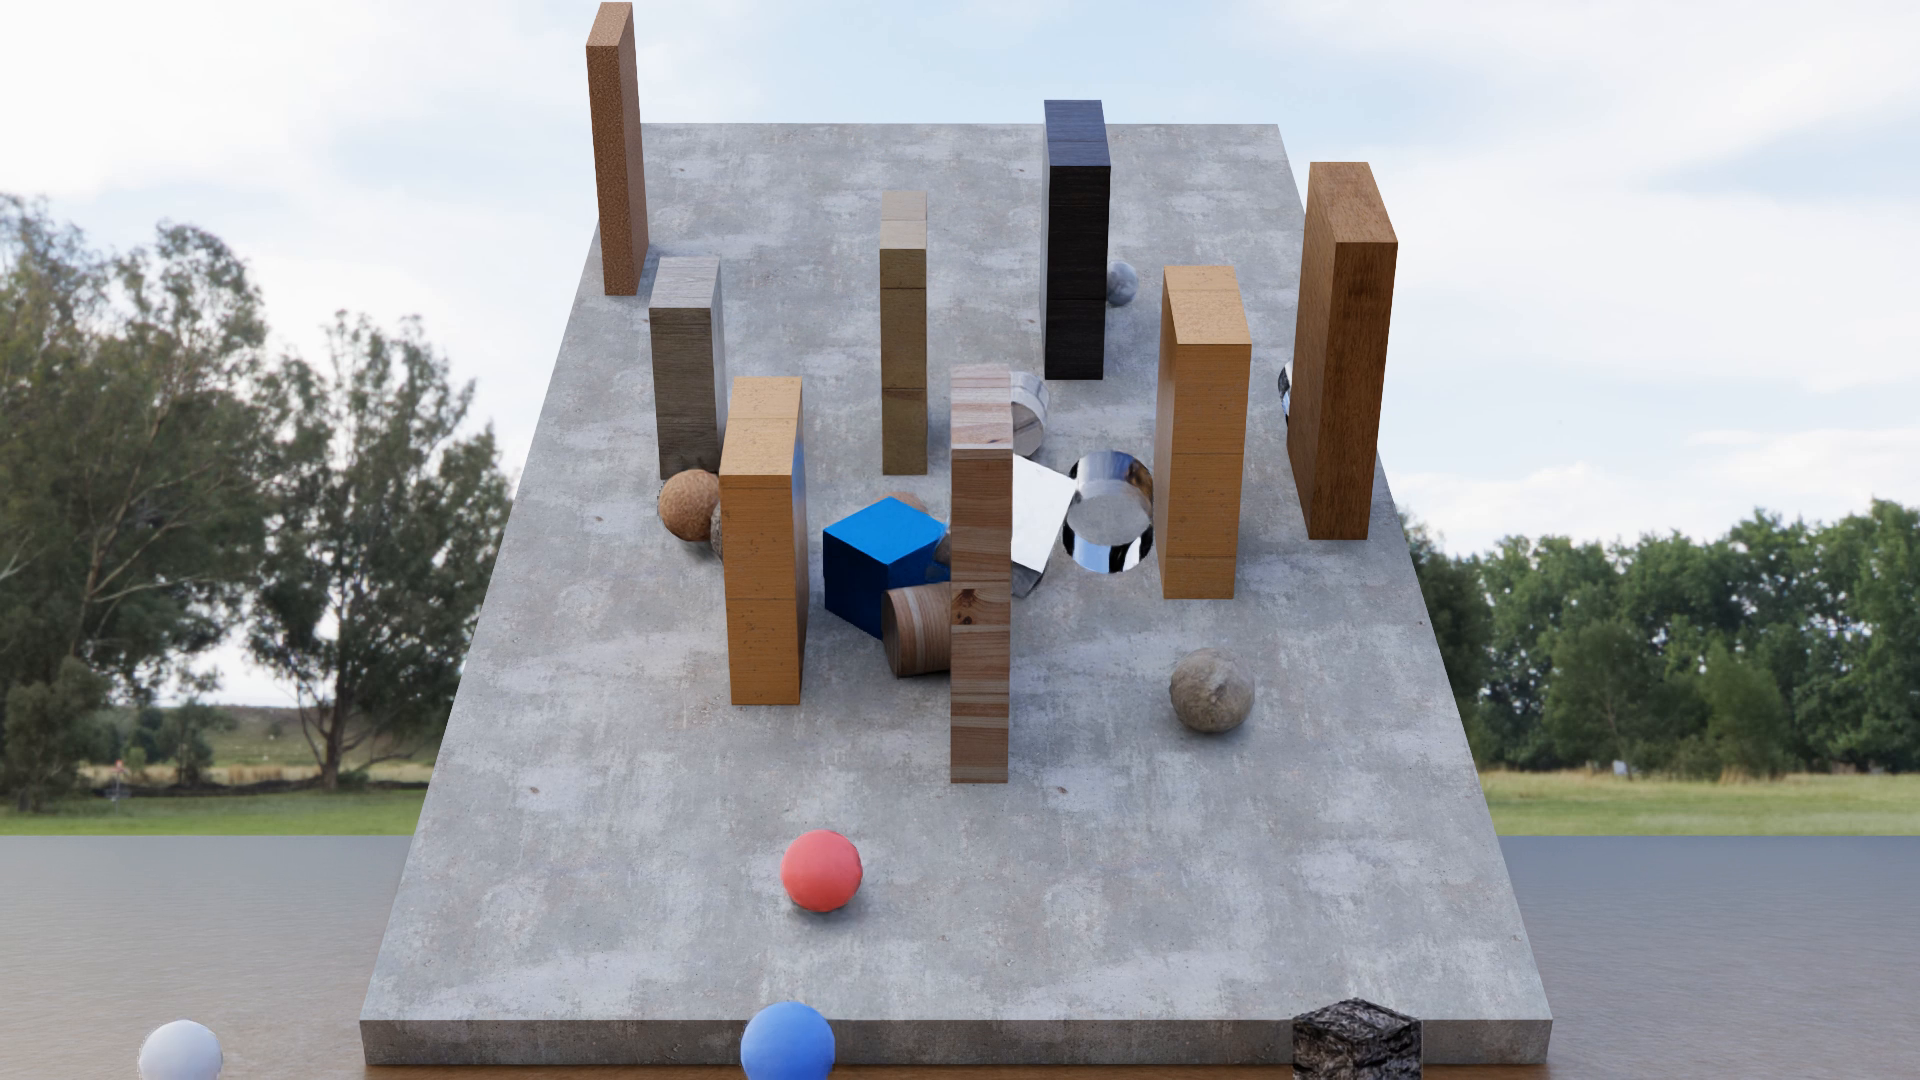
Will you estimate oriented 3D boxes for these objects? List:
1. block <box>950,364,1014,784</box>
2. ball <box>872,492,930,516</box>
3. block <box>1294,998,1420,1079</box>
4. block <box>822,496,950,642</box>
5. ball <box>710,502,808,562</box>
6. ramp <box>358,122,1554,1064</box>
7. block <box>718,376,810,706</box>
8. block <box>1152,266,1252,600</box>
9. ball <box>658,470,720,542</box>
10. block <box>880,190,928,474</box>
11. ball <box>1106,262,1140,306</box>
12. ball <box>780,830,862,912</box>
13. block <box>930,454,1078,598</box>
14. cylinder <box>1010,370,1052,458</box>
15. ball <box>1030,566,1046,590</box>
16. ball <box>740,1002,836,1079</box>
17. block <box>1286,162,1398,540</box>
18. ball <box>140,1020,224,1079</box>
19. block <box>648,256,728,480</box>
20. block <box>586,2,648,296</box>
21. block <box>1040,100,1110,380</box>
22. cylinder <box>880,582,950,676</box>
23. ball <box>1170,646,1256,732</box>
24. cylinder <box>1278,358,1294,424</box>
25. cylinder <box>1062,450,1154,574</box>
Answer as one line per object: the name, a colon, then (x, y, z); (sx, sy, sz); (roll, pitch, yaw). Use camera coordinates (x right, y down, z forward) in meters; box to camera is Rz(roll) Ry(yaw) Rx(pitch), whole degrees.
block: (0.037, 0.068, 4.586); (0.109, 0.729, 0.323); (0, 31, 0)
ball: (-0.135, -0.036, 5.318); (0.142, 0.142, 0.142); (0, -7, 0)
block: (0.540, 0.710, 3.318); (0.121, 0.121, 0.121); (-8, 11, -36)
block: (-0.148, 0.062, 5.106); (0.195, 0.195, 0.195); (-27, 41, -37)
ball: (-0.432, -0.022, 5.229); (0.209, 0.209, 0.209); (0, -7, 0)
ramp: (-0.014, -0.196, 5.813); (2.000, 0.100, 4.000); (0, 31, 0)
block: (-0.387, 0.000, 4.887); (0.136, 0.529, 0.398); (0, 31, 0)
block: (0.508, -0.229, 5.192); (0.149, 0.608, 0.368); (0, 31, 0)
ball: (-0.579, -0.075, 5.330); (0.159, 0.159, 0.159); (0, -7, 0)
block: (-0.127, -0.478, 5.630); (0.102, 0.571, 0.319); (0, 31, 0)
ball: (0.413, -0.673, 6.391); (0.115, 0.115, 0.115); (0, -7, 0)
ball: (-0.244, 0.583, 4.301); (0.144, 0.144, 0.144); (0, -7, 0)
block: (0.087, -0.039, 4.883); (0.205, 0.205, 0.205); (23, -18, -3)
cylinder: (0.127, -0.293, 5.727); (0.156, 0.156, 0.156); (-1, 31, 11)
ball: (0.121, 0.051, 5.195); (0.123, 0.123, 0.123); (0, -7, 0)
ball: (-0.255, 0.756, 3.611); (0.141, 0.141, 0.141); (0, -7, 0)
block: (0.838, -0.419, 5.398); (0.129, 0.719, 0.428); (0, 31, 0)
ball: (-1.142, 0.764, 3.573); (0.117, 0.117, 0.117); (0, -7, 0)
block: (-0.622, -0.396, 5.617); (0.137, 0.440, 0.267); (0, 31, 0)
block: (-0.898, -1.027, 6.411); (0.082, 0.689, 0.330); (0, 31, 0)
block: (0.282, -0.751, 6.081); (0.145, 0.570, 0.425); (0, 31, 0)
cylinder: (-0.055, 0.177, 4.937); (0.177, 0.177, 0.177); (-8, -5, -13)
ball: (0.493, 0.292, 4.760); (0.168, 0.168, 0.168); (0, -7, 0)
cylinder: (0.847, -0.336, 5.795); (0.164, 0.164, 0.164); (0, 31, 0)
cylinder: (0.324, -0.062, 5.312); (0.196, 0.196, 0.196); (-1, 31, 5)
